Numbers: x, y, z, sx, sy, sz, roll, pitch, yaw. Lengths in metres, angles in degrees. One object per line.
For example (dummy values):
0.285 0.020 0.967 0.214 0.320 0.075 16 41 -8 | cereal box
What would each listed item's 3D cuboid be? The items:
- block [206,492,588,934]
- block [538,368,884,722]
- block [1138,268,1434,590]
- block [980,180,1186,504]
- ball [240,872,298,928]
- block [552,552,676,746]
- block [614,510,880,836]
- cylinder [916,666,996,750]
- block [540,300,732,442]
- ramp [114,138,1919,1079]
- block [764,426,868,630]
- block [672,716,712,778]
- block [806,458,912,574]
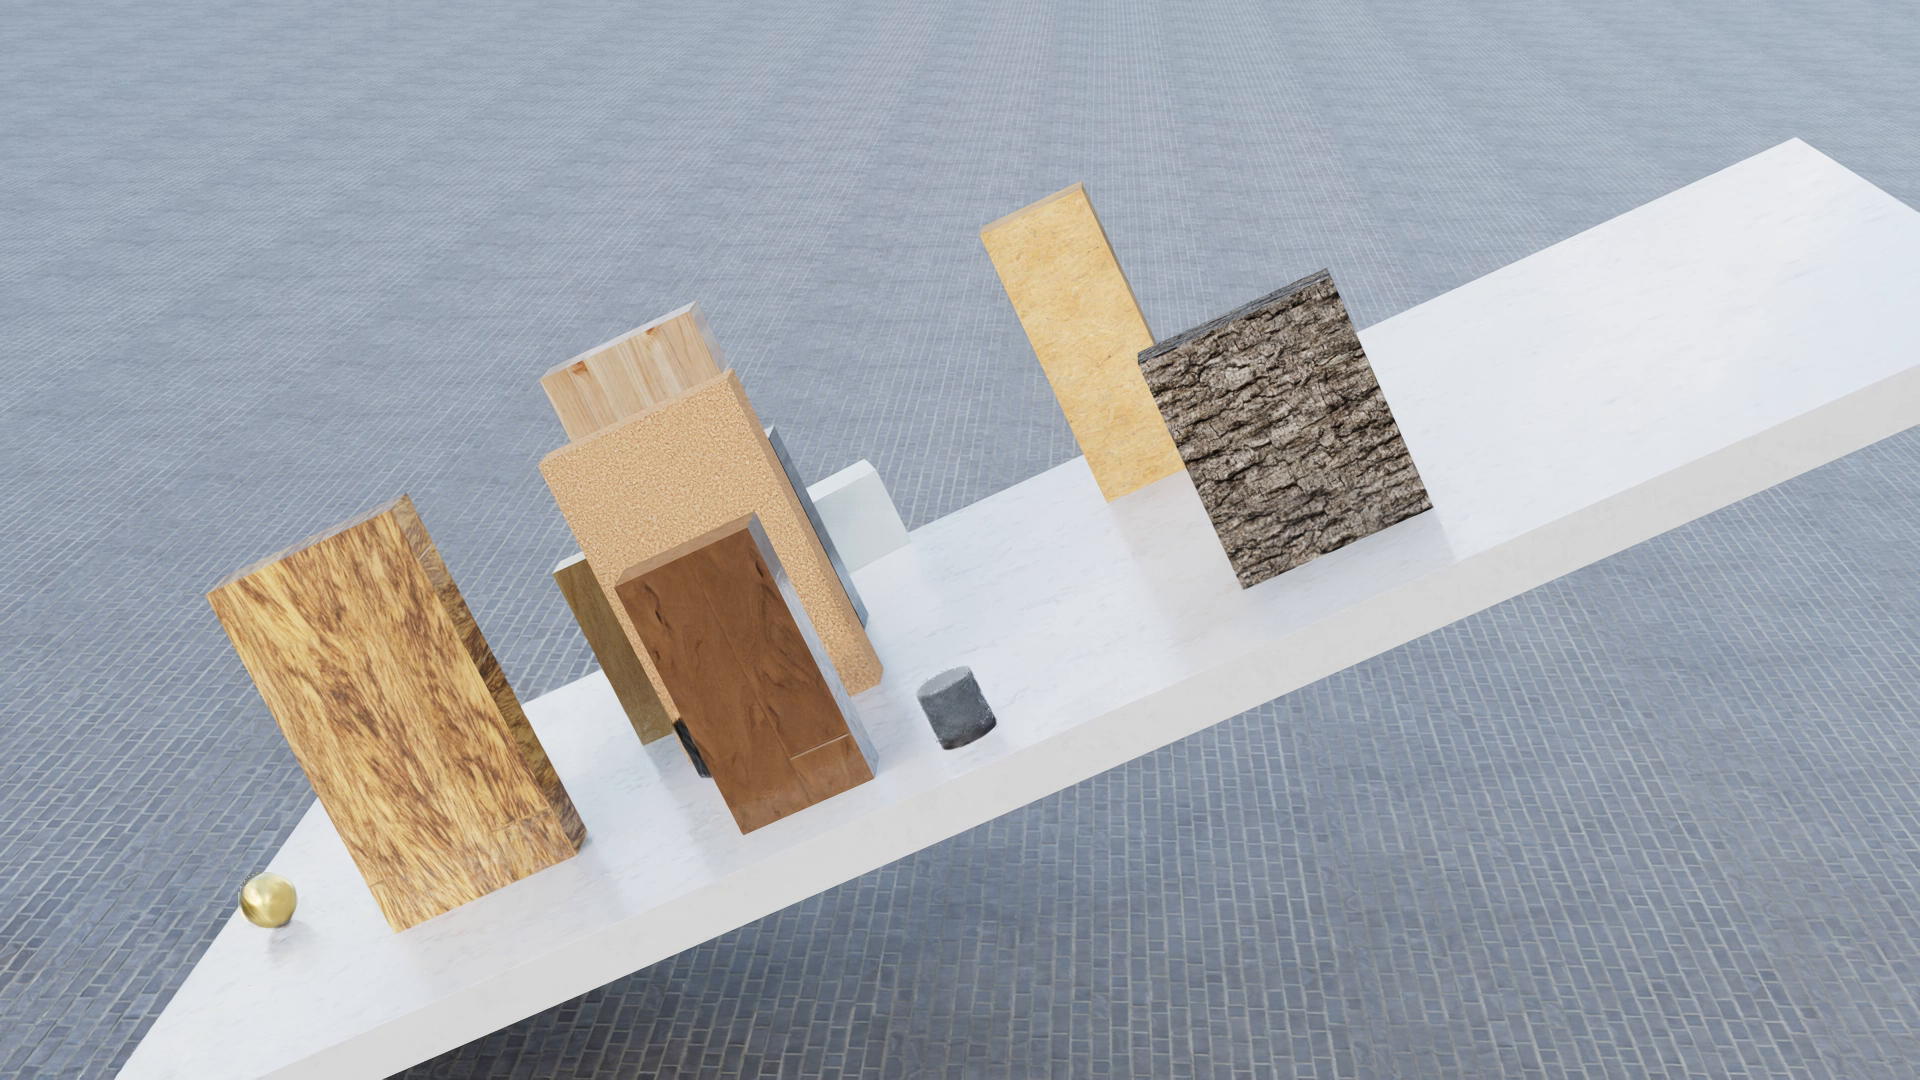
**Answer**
-1.136 0.357 5.972 0.423 0.800 0.132 -24 13 9 | block
-0.514 0.060 6.128 0.435 0.715 0.103 -24 13 9 | block
0.613 -0.208 5.548 0.390 0.483 0.101 -24 13 9 | block
0.303 -0.444 6.622 0.247 0.675 0.115 -24 13 9 | block
-1.528 0.797 6.503 0.124 0.124 0.124 0 16 0 | ball
-0.671 0.197 6.505 0.276 0.439 0.095 -24 13 9 | block
-0.399 0.253 5.554 0.278 0.540 0.119 -24 13 9 | block
-0.007 0.314 5.513 0.115 0.115 0.115 -25 13 6 | cylinder
-0.663 -0.154 7.167 0.404 0.748 0.132 -24 13 9 | block
0.136 0.169 6.282 4.000 0.100 2.000 -24 13 9 | ramp
-0.512 0.059 6.629 0.436 0.488 0.115 -24 13 9 | block
-0.484 0.400 6.050 0.130 0.130 0.130 -33 15 -28 | block
-0.265 -0.053 7.235 0.200 0.200 0.200 -27 13 -5 | block
